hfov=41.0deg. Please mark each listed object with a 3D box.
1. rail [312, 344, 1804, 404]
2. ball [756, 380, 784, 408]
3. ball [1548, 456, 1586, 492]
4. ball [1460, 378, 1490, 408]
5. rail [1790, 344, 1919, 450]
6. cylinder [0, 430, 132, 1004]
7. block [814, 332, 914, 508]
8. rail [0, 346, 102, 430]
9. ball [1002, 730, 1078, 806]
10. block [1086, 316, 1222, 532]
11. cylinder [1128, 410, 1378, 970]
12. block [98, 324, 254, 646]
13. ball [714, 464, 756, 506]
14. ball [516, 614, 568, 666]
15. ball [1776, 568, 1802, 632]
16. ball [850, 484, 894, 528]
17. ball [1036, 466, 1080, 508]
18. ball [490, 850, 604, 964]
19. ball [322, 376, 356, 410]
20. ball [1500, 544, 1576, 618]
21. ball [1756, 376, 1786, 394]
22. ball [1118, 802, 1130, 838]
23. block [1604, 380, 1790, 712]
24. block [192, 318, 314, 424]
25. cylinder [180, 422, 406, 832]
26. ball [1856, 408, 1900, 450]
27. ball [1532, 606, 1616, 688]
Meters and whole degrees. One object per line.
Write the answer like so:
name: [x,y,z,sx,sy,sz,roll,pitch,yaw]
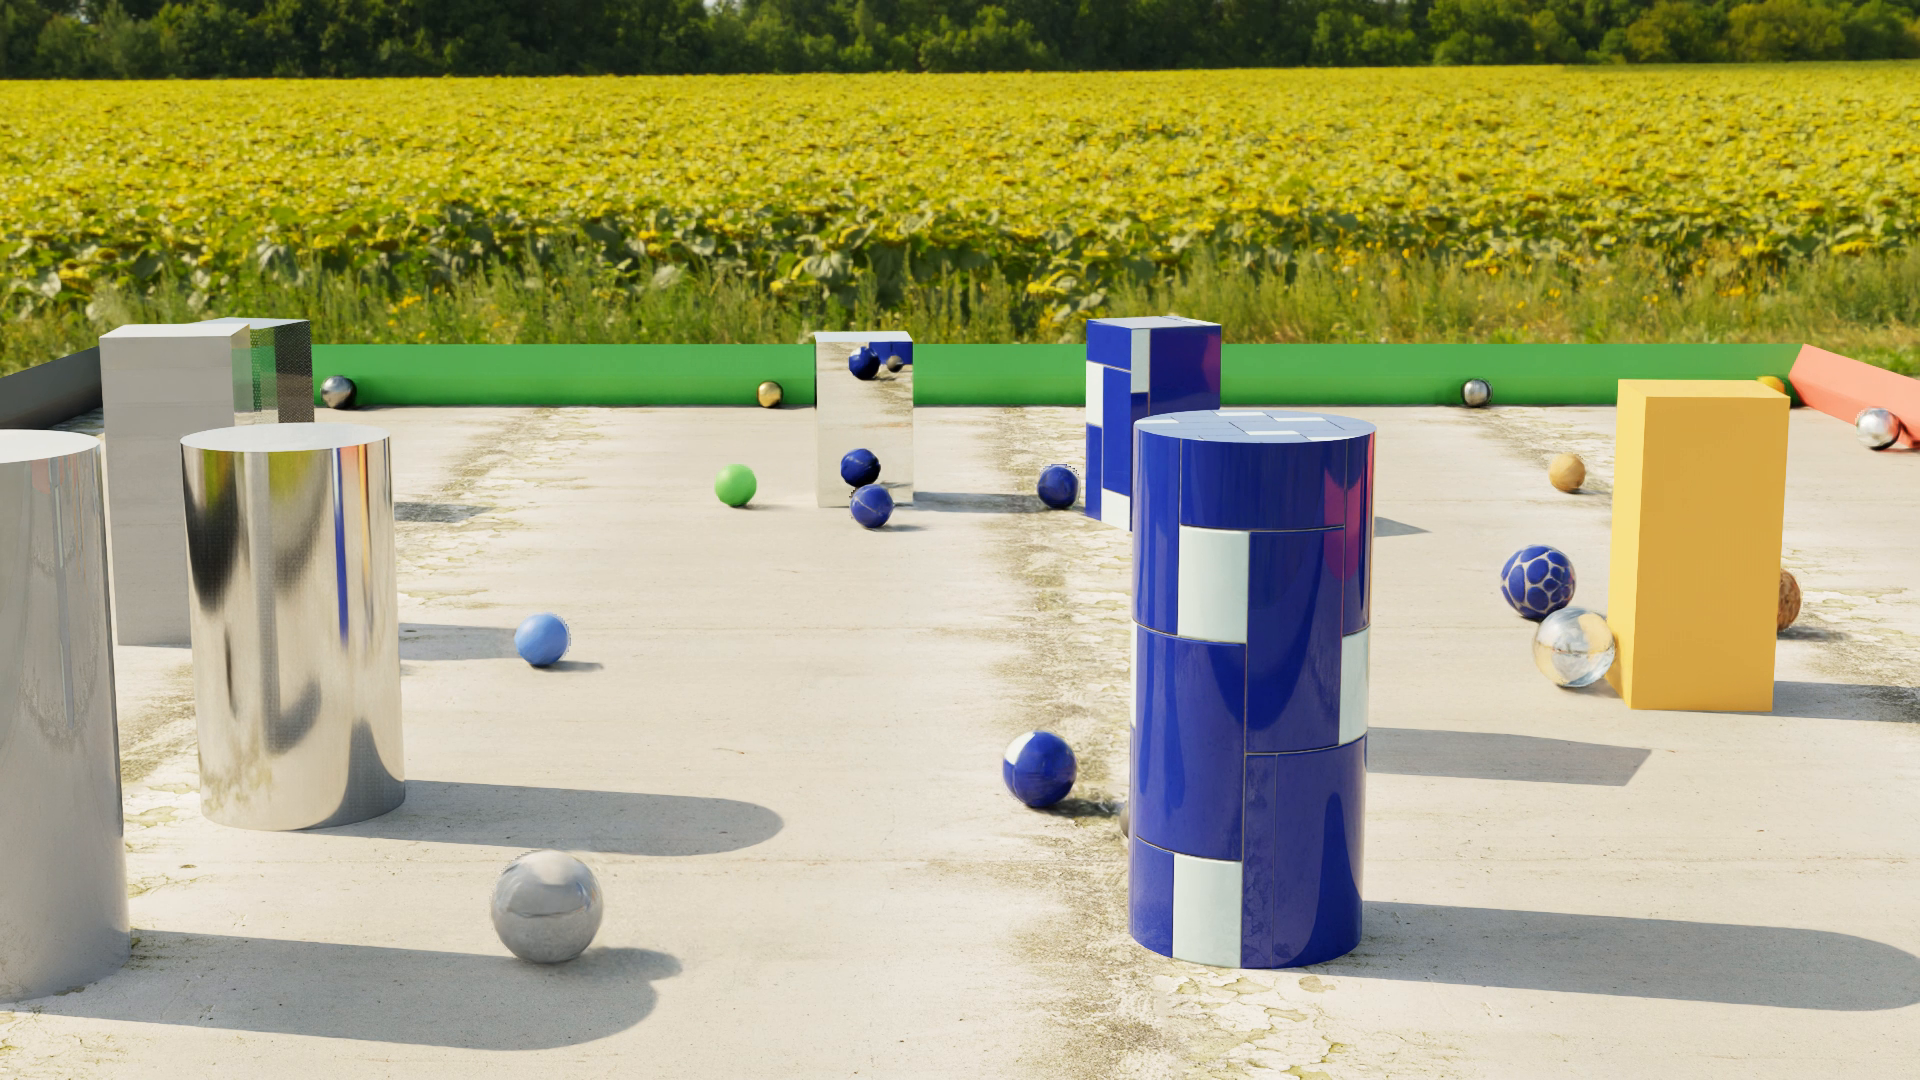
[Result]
rail: [-0.012,-0.356,5.556,3.699,0.129,0.045,0,10,0]
ball: [-0.409,-0.314,5.525,0.059,0.059,0.059,0,10,0]
ball: [1.050,-0.115,4.437,0.064,0.064,0.064,0,10,0]
ball: [1.111,-0.317,5.529,0.063,0.063,0.063,0,10,0]
rail: [1.826,0.031,3.459,0.045,0.129,4.333,0,10,0]
cylinder: [-0.785,0.137,2.071,0.199,0.428,0.199,0,10,0]
block: [-0.164,-0.206,4.343,0.159,0.277,0.159,-1,11,-5]
rail: [-1.826,0.035,3.438,0.045,0.129,4.333,0,10,0]
ball: [0.079,0.227,2.553,0.076,0.076,0.076,0,10,0]
block: [0.310,-0.190,4.134,0.159,0.322,0.159,-4,11,-23]
cylinder: [0.243,0.119,2.152,0.199,0.434,0.199,0,10,0]
block: [-1.002,-0.075,3.316,0.159,0.393,0.159,-1,11,-7]
ball: [-0.375,-0.092,4.288,0.072,0.072,0.072,0,10,0]
ball: [-0.513,0.123,3.149,0.064,0.064,0.064,0,10,0]
ball: [1.044,0.076,3.329,0.091,0.091,0.091,0,10,0]
ball: [-0.141,-0.054,4.090,0.070,0.070,0.070,0,10,0]
ball: [0.163,-0.087,4.267,0.071,0.071,0.071,0,10,0]
ball: [-0.339,0.302,2.106,0.093,0.093,0.093,0,10,0]
ball: [-1.333,-0.317,5.505,0.073,0.073,0.073,0,10,0]
ball: [0.771,0.055,3.419,0.100,0.100,0.100,0,10,0]
ball: [1.741,-0.320,5.526,0.070,0.070,0.070,0,10,0]
ball: [0.172,0.267,2.434,0.041,0.041,0.041,0,10,0]
block: [0.853,0.003,2.981,0.159,0.361,0.159,1,10,3]
block: [-1.188,-0.208,4.273,0.159,0.306,0.159,3,11,17]
cylinder: [-0.657,0.081,2.537,0.199,0.370,0.199,0,10,0]
ball: [1.760,-0.213,4.917,0.082,0.082,0.082,0,10,0]
ball: [0.727,0.127,3.040,0.095,0.095,0.095,0,10,0]
